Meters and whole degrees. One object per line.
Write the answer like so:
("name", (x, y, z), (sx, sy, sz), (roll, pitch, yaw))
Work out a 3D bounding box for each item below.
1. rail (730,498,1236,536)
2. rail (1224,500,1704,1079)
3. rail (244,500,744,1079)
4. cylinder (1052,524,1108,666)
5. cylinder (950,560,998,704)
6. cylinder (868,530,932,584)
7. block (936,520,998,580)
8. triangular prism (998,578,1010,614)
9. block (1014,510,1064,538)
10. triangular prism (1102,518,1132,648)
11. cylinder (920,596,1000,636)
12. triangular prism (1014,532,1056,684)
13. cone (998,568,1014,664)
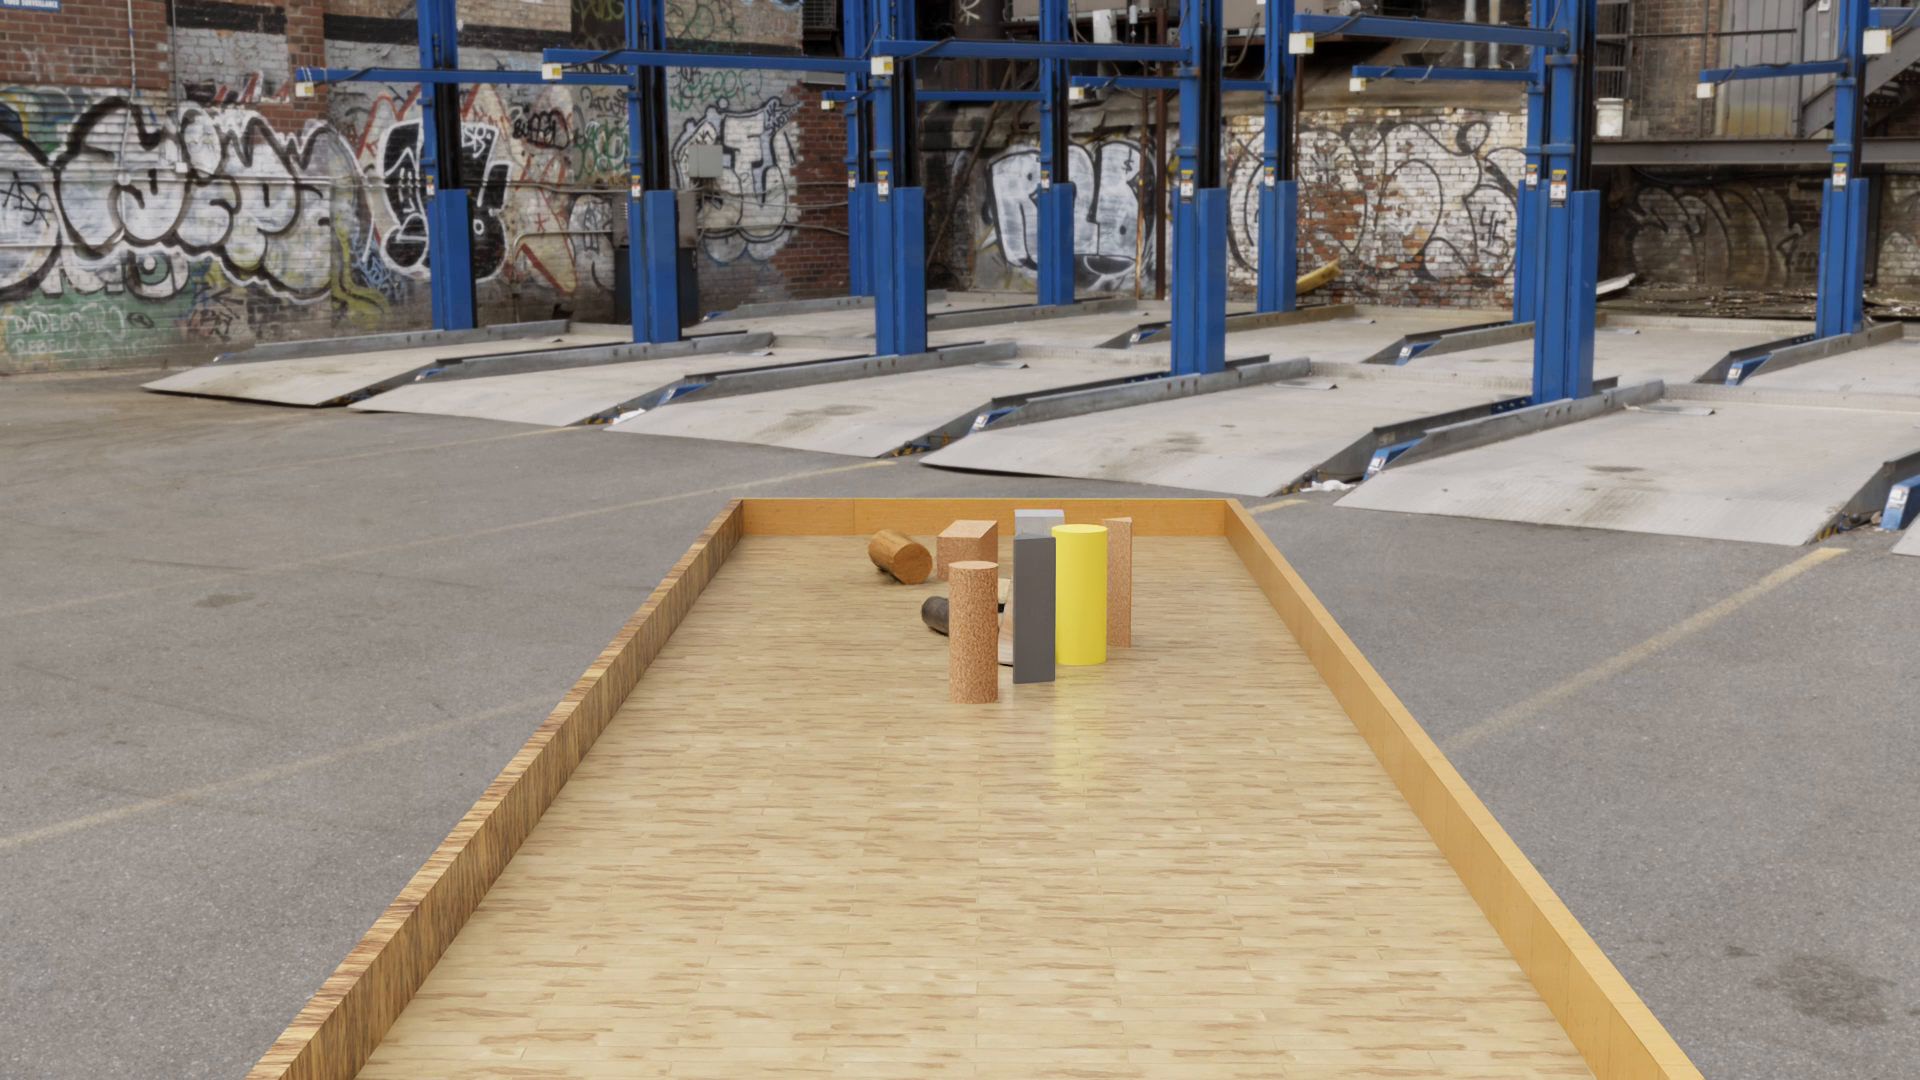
("rail", (0.099, -0.098, 9.147), (2.100, 0.150, 0.050), (0, 9, 1))
("rail", (1.046, 0.843, 3.208), (0.050, 0.150, 12.000), (0, 9, 1))
("rail", (-1.004, 0.839, 3.234), (0.050, 0.150, 12.000), (0, 9, 1))
("cylinder", (0.361, 0.165, 6.680), (0.169, 0.404, 0.169), (0, 9, 0))
("cylinder", (0.038, 0.258, 6.164), (0.137, 0.381, 0.137), (0, 9, 0))
("cylinder", (-0.223, 0.061, 8.148), (0.150, 0.150, 0.355), (-3, 9, -16))
("block", (0.030, 0.037, 8.262), (0.161, 0.161, 0.423), (2, 9, 10))
("triangular prism", (0.297, 0.191, 7.431), (0.425, 0.110, 0.128), (3, 10, 17))
("block", (0.250, 0.118, 6.957), (0.154, 0.410, 0.154), (0, 9, 0))
("triangular prism", (0.511, 0.131, 6.914), (0.106, 0.398, 0.092), (6, 11, 31))
("cylinder", (-0.003, 0.262, 7.023), (0.104, 0.104, 0.402), (-4, 10, -22))
("triangular prism", (0.198, 0.196, 6.414), (0.129, 0.424, 0.112), (-3, 10, -19))
("cone", (0.188, 0.165, 6.661), (0.178, 0.401, 0.178), (0, 7, 0))
